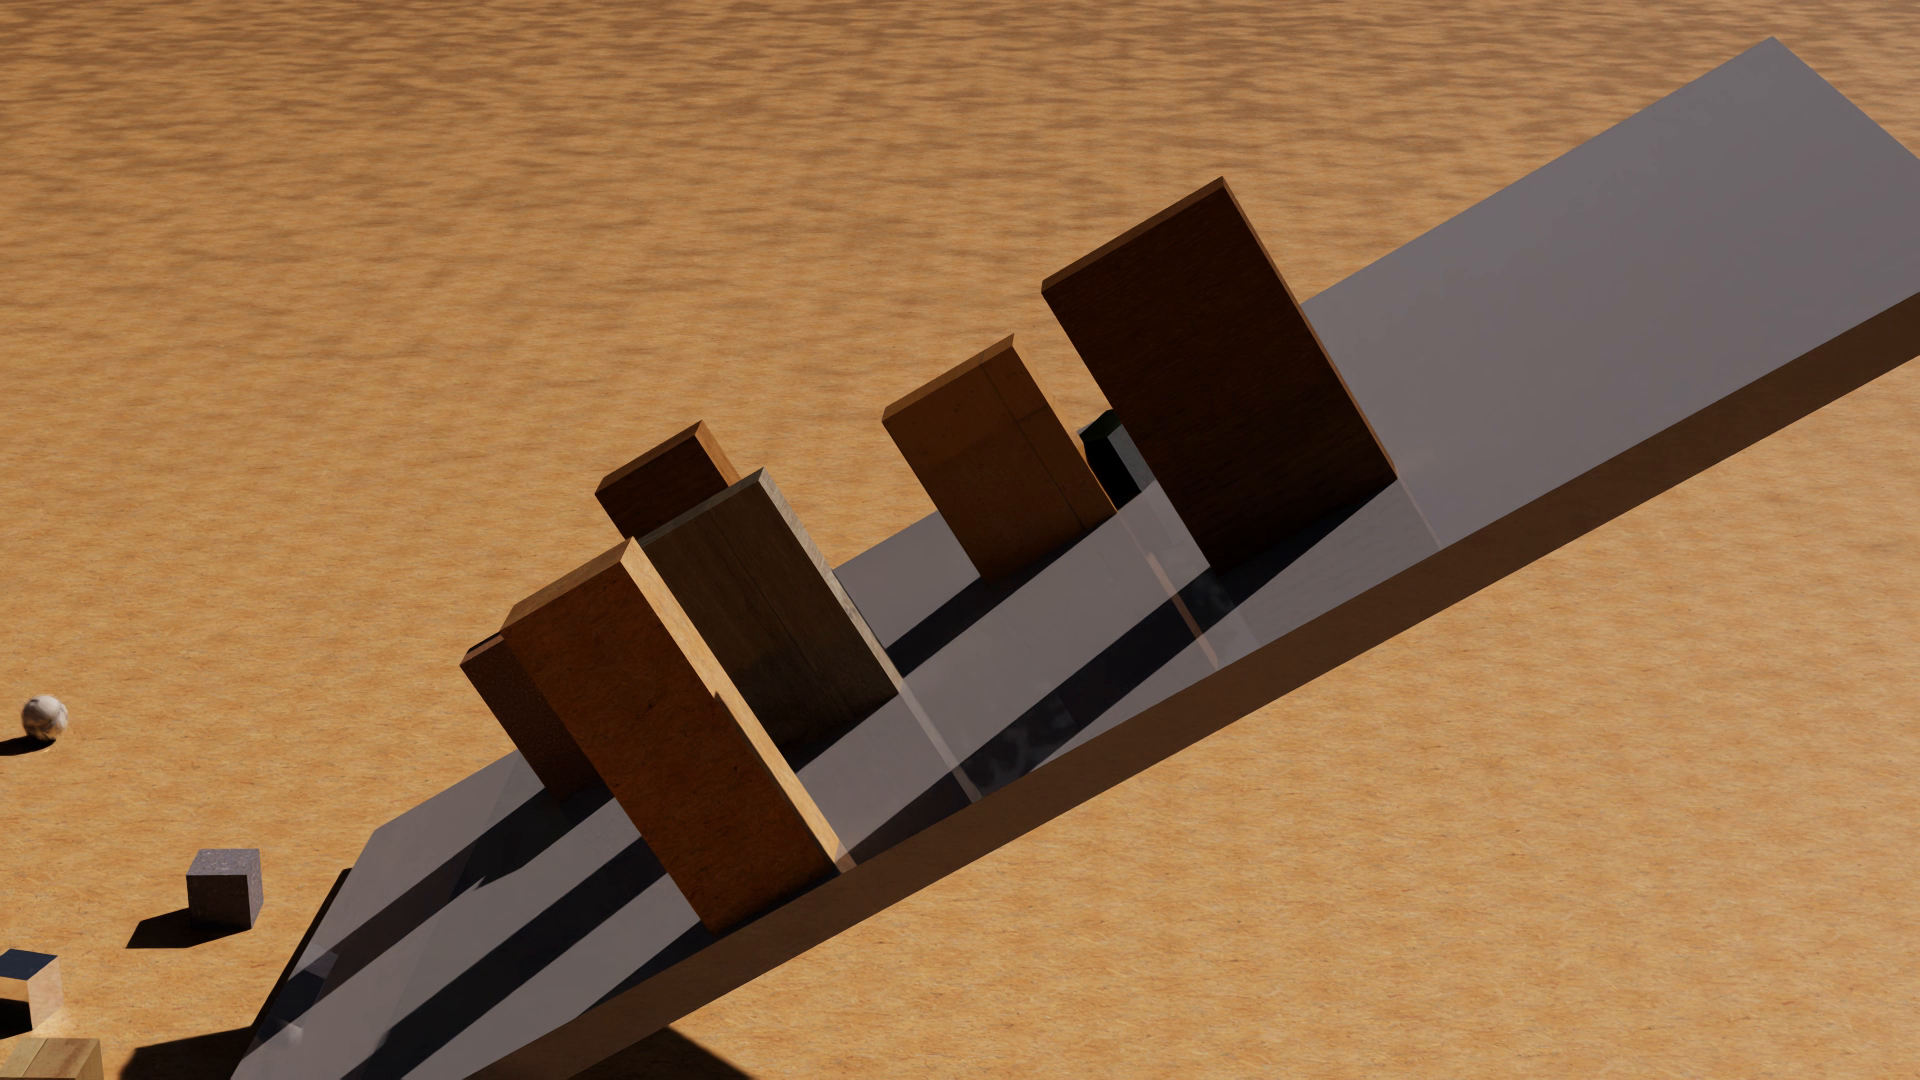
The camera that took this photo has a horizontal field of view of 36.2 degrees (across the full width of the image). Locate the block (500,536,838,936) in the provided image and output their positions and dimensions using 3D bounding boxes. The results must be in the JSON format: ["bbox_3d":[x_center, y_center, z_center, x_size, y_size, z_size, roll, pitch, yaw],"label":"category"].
[{"bbox_3d":[-0.532,0.367,5.454,0.267,0.708,0.137,-29,15,13],"label":"block"}]

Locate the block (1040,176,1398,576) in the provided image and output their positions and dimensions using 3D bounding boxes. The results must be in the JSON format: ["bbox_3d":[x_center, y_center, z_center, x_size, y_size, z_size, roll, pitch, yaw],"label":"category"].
[{"bbox_3d":[0.494,-0.304,5.582,0.394,0.658,0.093,-29,15,13],"label":"block"}]

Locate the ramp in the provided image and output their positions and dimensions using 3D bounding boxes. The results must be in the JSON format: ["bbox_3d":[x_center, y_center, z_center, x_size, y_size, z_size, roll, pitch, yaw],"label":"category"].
[{"bbox_3d":[0.141,0.169,6.289,4.000,0.100,2.000,-29,15,13],"label":"ramp"}]

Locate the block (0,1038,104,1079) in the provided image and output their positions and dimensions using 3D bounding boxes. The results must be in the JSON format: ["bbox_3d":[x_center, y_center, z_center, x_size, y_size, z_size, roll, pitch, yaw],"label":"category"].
[{"bbox_3d":[-1.973,1.201,6.394,0.171,0.171,0.171,0,19,1],"label":"block"}]

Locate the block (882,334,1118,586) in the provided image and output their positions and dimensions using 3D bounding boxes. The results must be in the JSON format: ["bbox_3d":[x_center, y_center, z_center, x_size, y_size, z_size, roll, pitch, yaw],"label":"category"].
[{"bbox_3d":[0.089,-0.175,6.436,0.333,0.439,0.107,-29,15,13],"label":"block"}]

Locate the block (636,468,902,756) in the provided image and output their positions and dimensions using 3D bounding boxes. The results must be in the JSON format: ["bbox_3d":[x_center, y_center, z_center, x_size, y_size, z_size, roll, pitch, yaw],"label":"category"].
[{"bbox_3d":[-0.418,0.169,6.173,0.355,0.545,0.094,-29,15,13],"label":"block"}]

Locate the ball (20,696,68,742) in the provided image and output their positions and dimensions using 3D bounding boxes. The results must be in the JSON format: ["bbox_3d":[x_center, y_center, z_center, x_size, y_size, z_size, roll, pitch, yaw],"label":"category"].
[{"bbox_3d":[-2.620,0.511,8.417,0.130,0.130,0.130,0,19,0],"label":"ball"}]

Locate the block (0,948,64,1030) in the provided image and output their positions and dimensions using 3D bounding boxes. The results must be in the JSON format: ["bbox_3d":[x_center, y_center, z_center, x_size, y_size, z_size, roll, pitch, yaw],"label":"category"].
[{"bbox_3d":[-2.196,1.051,6.883,0.129,0.129,0.129,6,20,16],"label":"block"}]

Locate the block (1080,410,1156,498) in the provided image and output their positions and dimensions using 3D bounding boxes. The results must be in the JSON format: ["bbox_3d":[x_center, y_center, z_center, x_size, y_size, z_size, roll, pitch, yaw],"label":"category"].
[{"bbox_3d":[0.363,-0.198,6.516,0.147,0.147,0.147,-42,17,-32],"label":"block"}]

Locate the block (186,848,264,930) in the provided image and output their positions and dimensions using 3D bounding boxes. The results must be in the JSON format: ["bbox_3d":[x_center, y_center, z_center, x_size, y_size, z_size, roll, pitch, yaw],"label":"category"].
[{"bbox_3d":[-1.838,0.873,7.357,0.150,0.150,0.150,0,19,-1],"label":"block"}]

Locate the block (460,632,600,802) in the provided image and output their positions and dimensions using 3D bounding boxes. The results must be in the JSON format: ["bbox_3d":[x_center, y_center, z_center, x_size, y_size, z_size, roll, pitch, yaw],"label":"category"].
[{"bbox_3d":[-0.928,0.366,6.883,0.294,0.401,0.106,-29,15,13],"label":"block"}]

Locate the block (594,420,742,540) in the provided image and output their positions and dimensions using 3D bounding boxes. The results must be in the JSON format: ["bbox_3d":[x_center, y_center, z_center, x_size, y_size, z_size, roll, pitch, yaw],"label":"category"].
[{"bbox_3d":[-0.604,0.016,7.078,0.288,0.530,0.127,-29,15,13],"label":"block"}]
